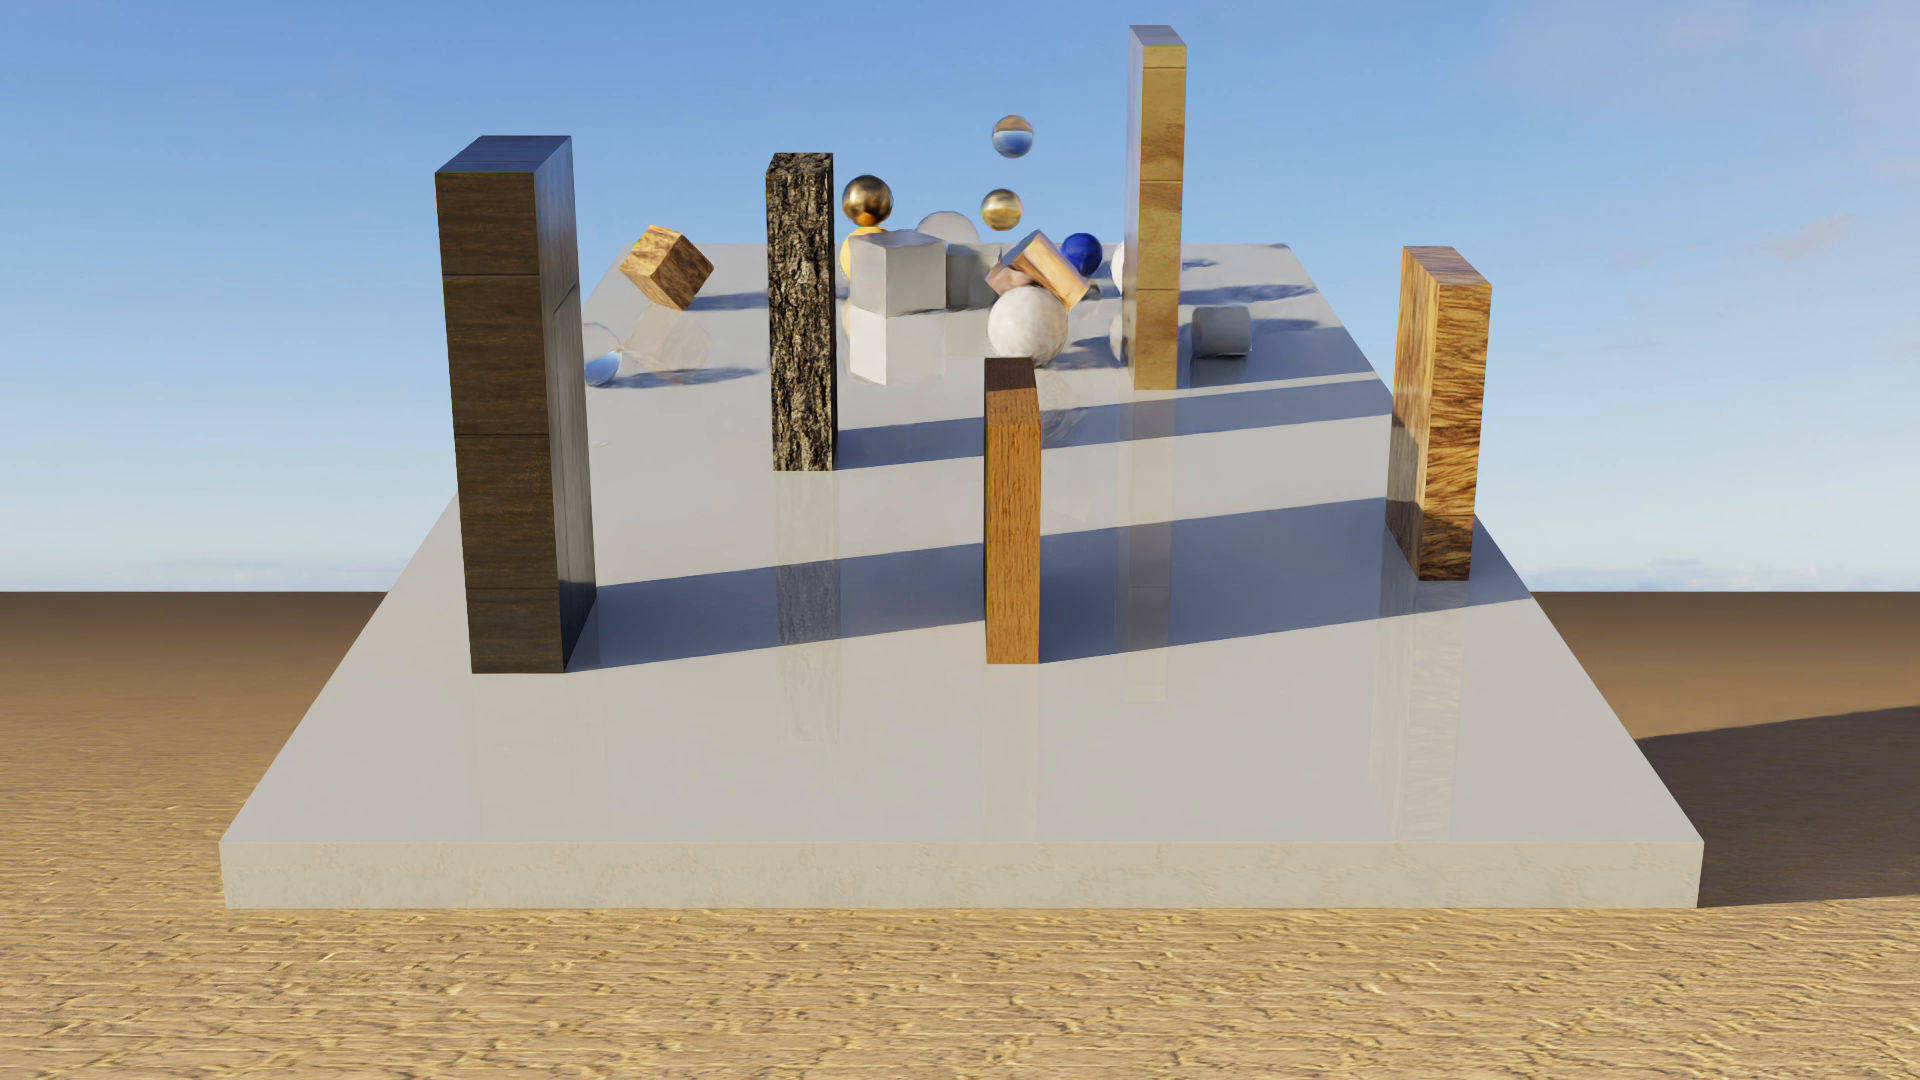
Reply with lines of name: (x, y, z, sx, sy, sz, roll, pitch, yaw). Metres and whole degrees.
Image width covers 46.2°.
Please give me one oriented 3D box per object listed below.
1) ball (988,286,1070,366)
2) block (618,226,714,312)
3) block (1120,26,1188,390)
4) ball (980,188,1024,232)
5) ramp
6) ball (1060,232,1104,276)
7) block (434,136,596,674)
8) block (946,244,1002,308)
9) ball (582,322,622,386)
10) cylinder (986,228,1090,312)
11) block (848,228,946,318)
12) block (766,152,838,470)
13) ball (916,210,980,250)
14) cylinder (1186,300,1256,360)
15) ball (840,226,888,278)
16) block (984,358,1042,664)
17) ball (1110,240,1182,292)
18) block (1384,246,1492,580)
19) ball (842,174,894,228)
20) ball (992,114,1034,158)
ball: (0.164, -0.513, 5.400, 0.195, 0.195, 0.195, 0, -1, 0)
block: (-0.779, -0.722, 5.982, 0.148, 0.148, 0.148, 20, -19, 44)
block: (0.452, -0.788, 5.296, 0.097, 0.784, 0.425, 0, 19, 0)
ball: (0.117, -0.923, 6.297, 0.120, 0.120, 0.120, 0, -1, 0)
ramp: (-0.004, -0.198, 4.938, 2.000, 0.100, 4.000, 0, 19, 0)
ball: (0.343, -0.807, 6.363, 0.124, 0.124, 0.124, 0, -1, 0)
block: (-0.705, -0.223, 3.627, 0.146, 0.800, 0.354, 0, 19, 0)
block: (0.037, -0.711, 6.055, 0.143, 0.143, 0.143, 1, 19, 4)
ball: (-0.860, -0.432, 5.232, 0.149, 0.149, 0.149, 0, -1, 0)
cylinder: (0.191, -0.636, 5.546, 0.184, 0.184, 0.184, -42, 12, 11)
block: (-0.167, -0.711, 5.986, 0.186, 0.186, 0.186, -12, 22, -31)
block: (-0.323, -0.472, 4.643, 0.121, 0.611, 0.257, 0, 19, 0)
ball: (-0.039, -0.827, 6.311, 0.194, 0.194, 0.194, 0, -1, 0)
cylinder: (0.638, -0.512, 5.512, 0.122, 0.122, 0.122, -22, 7, -19)
ball: (-0.245, -0.780, 6.213, 0.170, 0.170, 0.170, 0, -1, 0)
block: (0.084, -0.058, 3.764, 0.084, 0.401, 0.421, 0, 19, 0)
ball: (0.500, -0.732, 6.044, 0.190, 0.190, 0.190, 0, -1, 0)
block: (0.860, -0.234, 4.074, 0.089, 0.535, 0.331, 0, 19, 0)
ball: (-0.256, -0.938, 6.236, 0.145, 0.145, 0.145, 0, -1, 0)
ball: (0.150, -1.143, 6.384, 0.122, 0.122, 0.122, 0, -1, 0)
